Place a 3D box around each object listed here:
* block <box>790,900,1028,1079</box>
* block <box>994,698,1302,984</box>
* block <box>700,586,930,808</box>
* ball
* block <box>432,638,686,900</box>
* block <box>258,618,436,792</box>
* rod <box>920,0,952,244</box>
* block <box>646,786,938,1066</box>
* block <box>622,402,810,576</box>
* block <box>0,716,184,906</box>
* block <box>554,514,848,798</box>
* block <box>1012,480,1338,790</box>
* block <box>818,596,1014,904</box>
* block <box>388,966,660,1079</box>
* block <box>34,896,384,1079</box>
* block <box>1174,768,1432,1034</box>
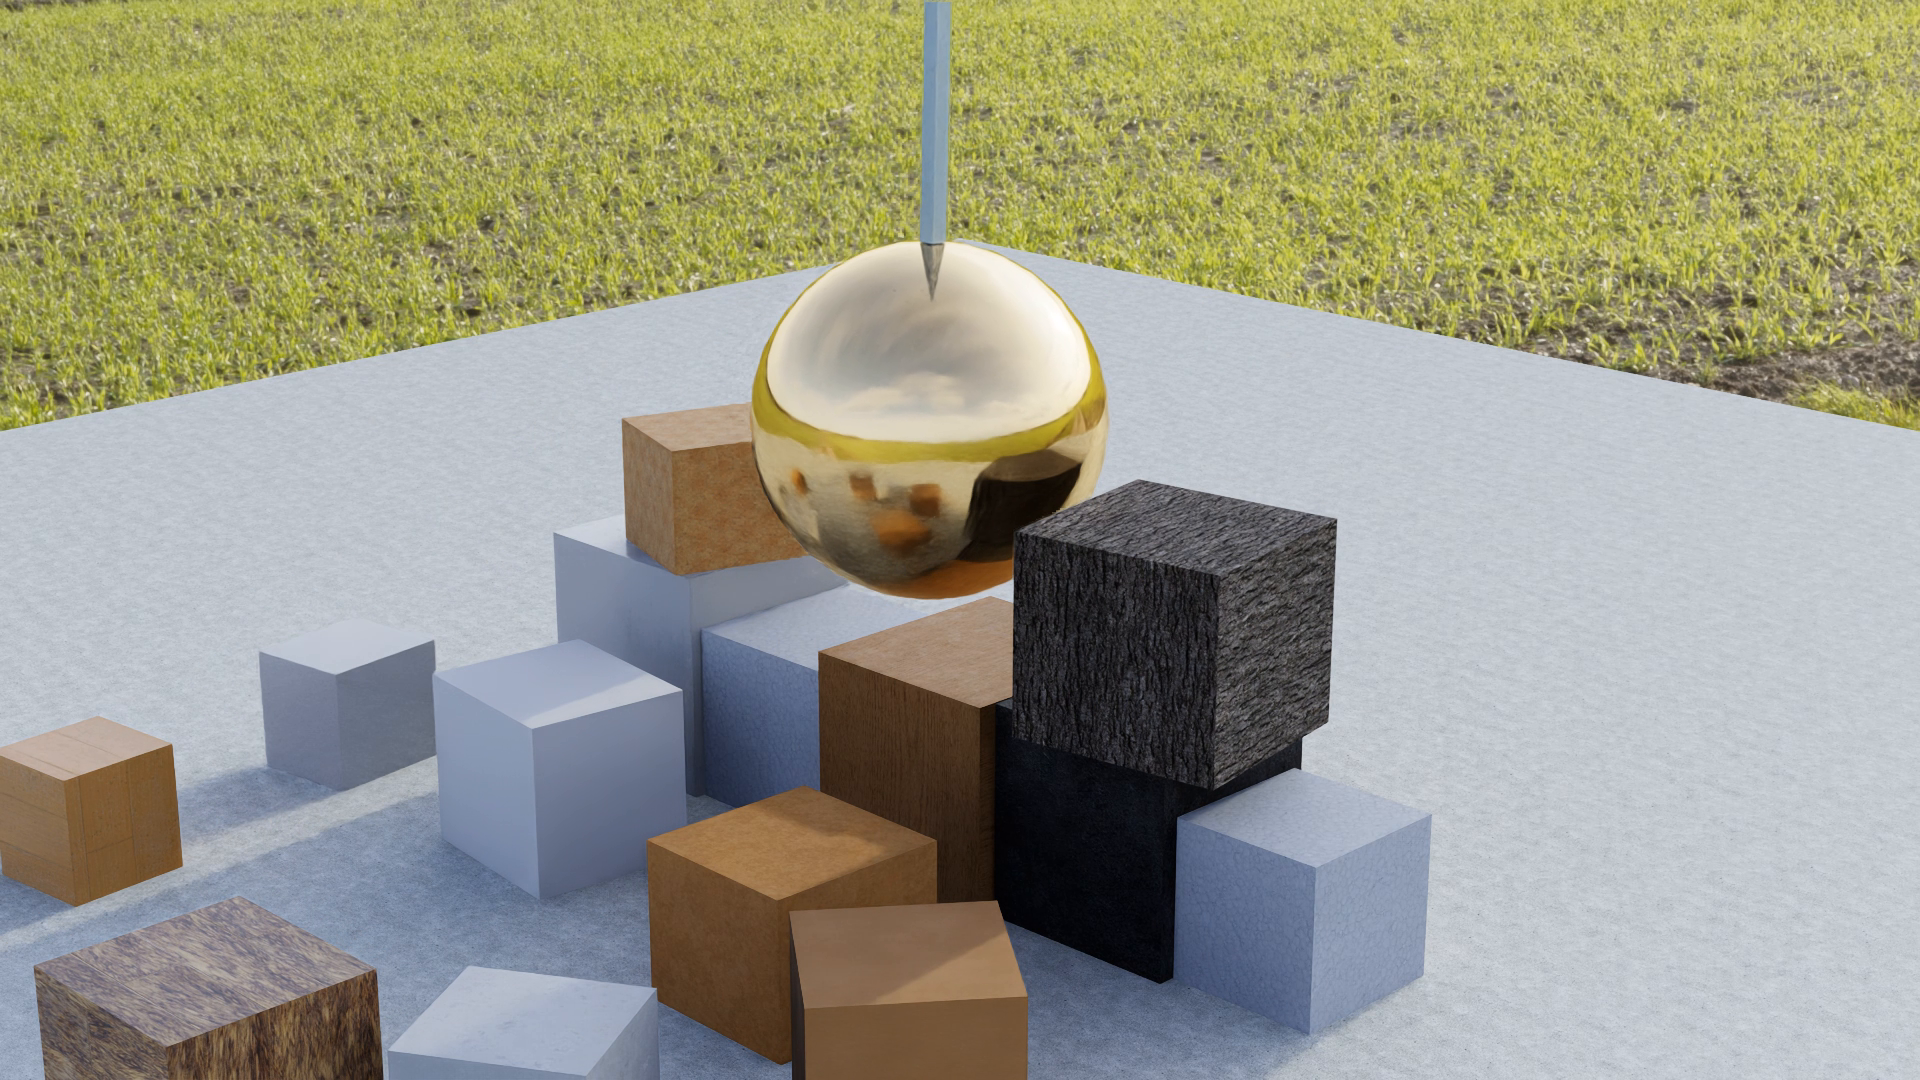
[{"bbox_3d":[-0.202,1.913,10.826,0.791,0.857,0.817,-2,18,-7],"label":"block"},{"bbox_3d":[0.822,1.195,12.863,0.968,1.007,0.920,16,24,42],"label":"block"},{"bbox_3d":[-0.593,0.839,14.236,0.928,0.862,0.923,-17,24,-42],"label":"block"},{"bbox_3d":[-0.136,-0.534,13.031,1.600,1.600,1.600,0,17,0],"label":"ball"},{"bbox_3d":[-1.860,1.047,13.639,0.794,0.824,0.904,-13,22,-36],"label":"block"},{"bbox_3d":[-3.060,0.817,14.723,0.570,0.612,0.646,13,22,35],"label":"block"},{"bbox_3d":[-0.059,-3.799,12.086,0.080,5.200,0.080,17,22,42],"label":"rod"},{"bbox_3d":[-0.691,1.574,12.143,0.857,0.716,0.829,-16,24,-41],"label":"block"},{"bbox_3d":[-1.185,-0.264,14.405,0.739,0.619,0.676,-9,19,-25],"label":"block"},{"bbox_3d":[-3.992,1.232,13.412,0.566,0.607,0.579,14,22,37],"label":"block"},{"bbox_3d":[-1.302,0.501,14.876,1.029,1.124,1.066,-17,24,-42],"label":"block"},{"bbox_3d":[0.898,0.370,12.289,0.987,0.908,0.945,13,21,34],"label":"block"},{"bbox_3d":[0.116,0.978,13.555,1.033,1.007,1.126,17,24,42],"label":"block"},{"bbox_3d":[-1.540,2.062,10.495,0.735,0.772,0.692,4,18,14],"label":"block"},{"bbox_3d":[-2.700,1.957,10.618,0.896,0.900,0.849,17,24,42],"label":"block"},{"bbox_3d":[1.437,1.502,12.331,0.731,0.740,0.777,17,24,42],"label":"block"}]
